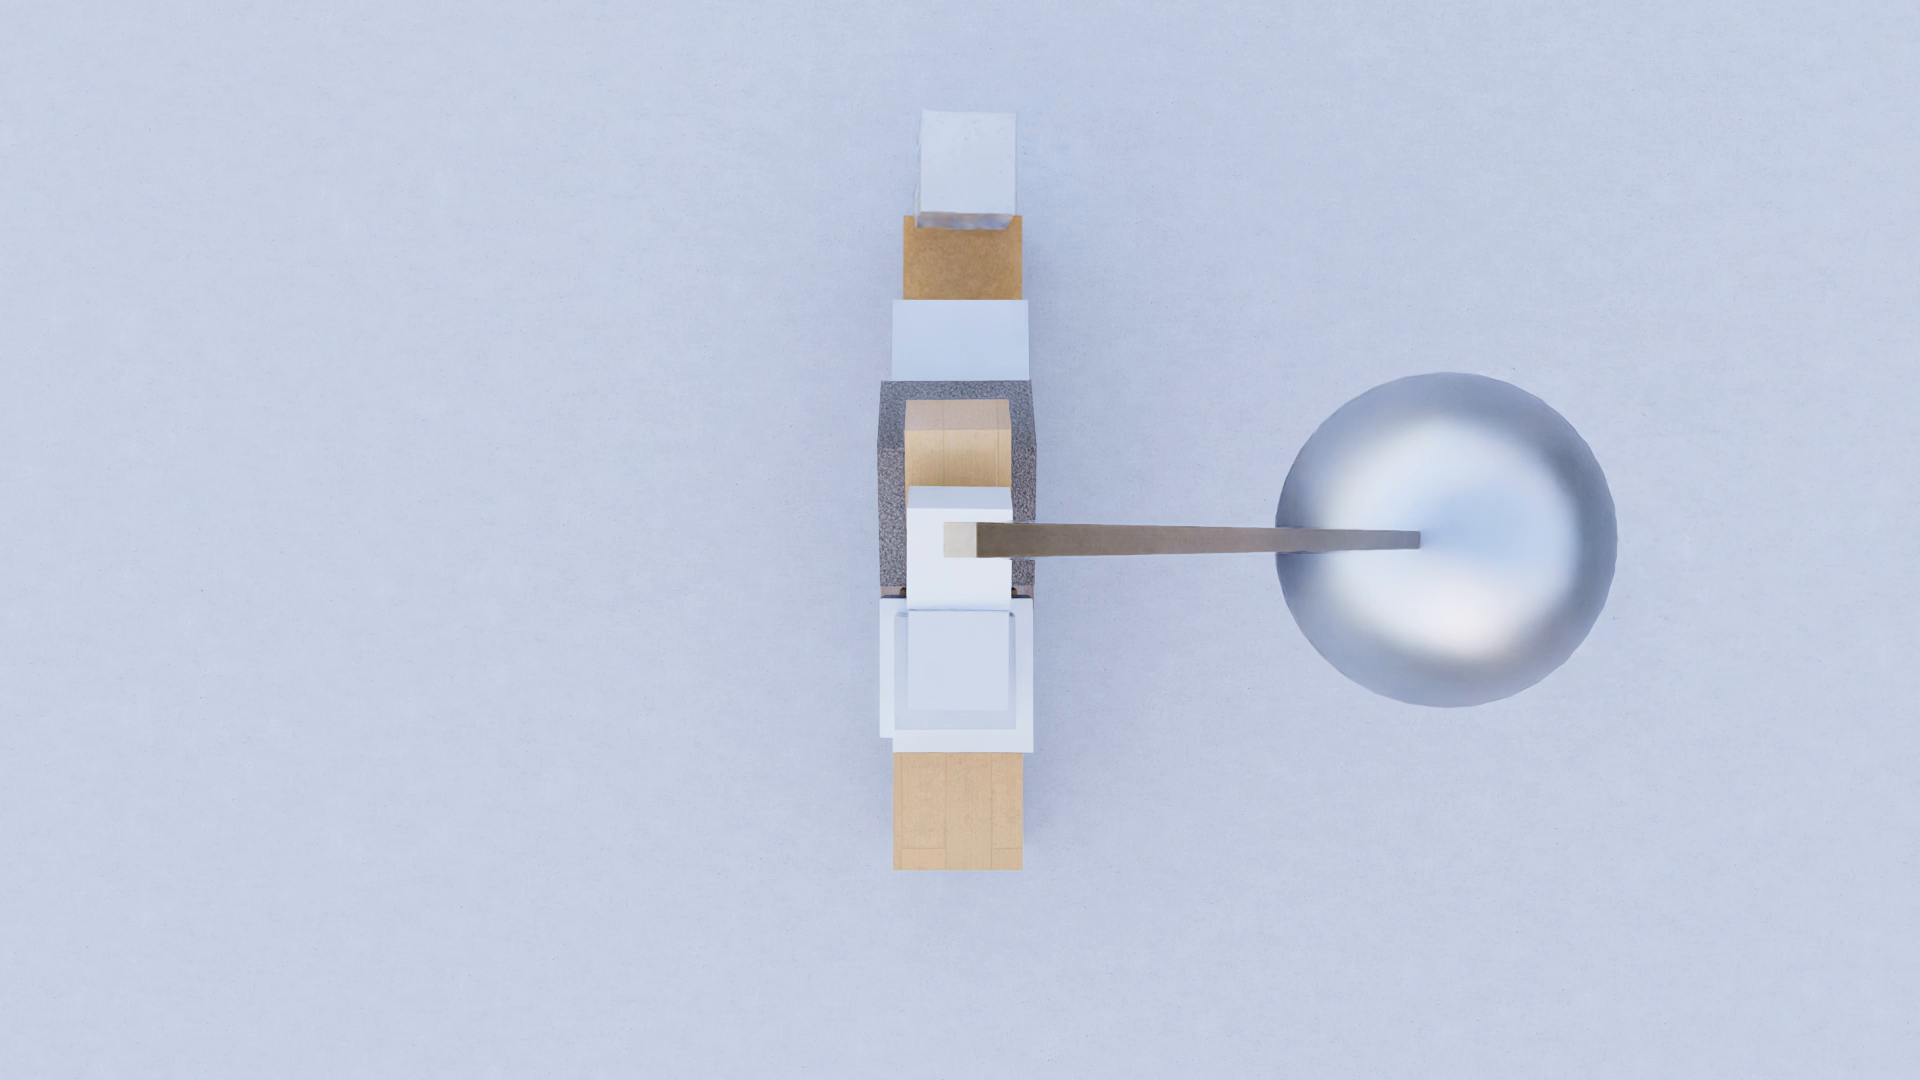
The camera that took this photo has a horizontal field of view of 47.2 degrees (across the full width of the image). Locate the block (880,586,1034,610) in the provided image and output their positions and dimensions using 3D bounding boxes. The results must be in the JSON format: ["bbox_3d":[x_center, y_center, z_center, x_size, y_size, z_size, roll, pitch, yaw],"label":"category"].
[{"bbox_3d":[-0.016,-0.022,12.558,0.846,0.885,0.821,0,90,0],"label":"block"}]

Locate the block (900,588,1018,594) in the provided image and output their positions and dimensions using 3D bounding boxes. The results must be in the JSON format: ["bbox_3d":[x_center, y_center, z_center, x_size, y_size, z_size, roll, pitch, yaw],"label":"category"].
[{"bbox_3d":[-0.009,0.614,11.820,0.616,0.591,0.705,0,90,0],"label":"block"}]

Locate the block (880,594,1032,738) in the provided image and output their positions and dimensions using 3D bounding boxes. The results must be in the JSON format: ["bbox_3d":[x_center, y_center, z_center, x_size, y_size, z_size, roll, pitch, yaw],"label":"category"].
[{"bbox_3d":[-0.019,0.629,11.170,0.750,0.711,0.683,0,90,0],"label":"block"}]

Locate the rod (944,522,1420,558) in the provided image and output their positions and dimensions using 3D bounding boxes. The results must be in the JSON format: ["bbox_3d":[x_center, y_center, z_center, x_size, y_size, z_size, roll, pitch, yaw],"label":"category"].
[{"bbox_3d":[0.994,0.000,7.305,0.080,5.200,0.080,0,90,22],"label":"rod"}]

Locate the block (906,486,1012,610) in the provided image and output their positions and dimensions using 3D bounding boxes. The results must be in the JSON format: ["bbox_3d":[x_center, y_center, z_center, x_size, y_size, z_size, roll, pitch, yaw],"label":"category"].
[{"bbox_3d":[-0.004,0.033,9.928,0.463,0.432,0.462,1,105,-1],"label":"block"}]

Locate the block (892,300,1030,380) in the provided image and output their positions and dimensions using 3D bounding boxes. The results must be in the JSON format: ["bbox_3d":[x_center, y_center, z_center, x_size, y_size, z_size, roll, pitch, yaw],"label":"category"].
[{"bbox_3d":[0.003,-0.797,11.802,0.711,0.795,0.665,0,66,0],"label":"block"}]

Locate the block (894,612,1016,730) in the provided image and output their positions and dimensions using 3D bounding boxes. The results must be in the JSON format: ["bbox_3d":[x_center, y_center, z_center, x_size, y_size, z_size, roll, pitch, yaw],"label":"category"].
[{"bbox_3d":[-0.023,0.621,10.533,0.567,0.560,0.525,0,90,0],"label":"block"}]

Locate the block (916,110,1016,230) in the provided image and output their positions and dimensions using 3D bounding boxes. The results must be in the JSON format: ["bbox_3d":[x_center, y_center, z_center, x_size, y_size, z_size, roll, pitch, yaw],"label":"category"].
[{"bbox_3d":[0.026,-2.035,12.146,0.511,0.459,0.553,1,87,-5],"label":"block"}]

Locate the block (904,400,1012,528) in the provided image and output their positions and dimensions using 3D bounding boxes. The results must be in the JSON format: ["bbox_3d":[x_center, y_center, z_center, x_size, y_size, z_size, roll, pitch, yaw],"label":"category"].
[{"bbox_3d":[-0.009,-0.362,10.294,0.485,0.485,0.470,0,110,0],"label":"block"}]

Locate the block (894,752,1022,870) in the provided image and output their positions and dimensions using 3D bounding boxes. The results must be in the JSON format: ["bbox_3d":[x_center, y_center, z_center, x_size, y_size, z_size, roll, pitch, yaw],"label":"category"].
[{"bbox_3d":[-0.012,1.505,12.595,0.717,0.810,0.651,0,90,0],"label":"block"}]

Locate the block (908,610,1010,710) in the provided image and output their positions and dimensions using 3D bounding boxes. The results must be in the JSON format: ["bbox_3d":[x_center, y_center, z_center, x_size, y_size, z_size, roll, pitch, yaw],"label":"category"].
[{"bbox_3d":[-0.007,0.503,9.990,0.444,0.469,0.442,1,98,0],"label":"block"}]

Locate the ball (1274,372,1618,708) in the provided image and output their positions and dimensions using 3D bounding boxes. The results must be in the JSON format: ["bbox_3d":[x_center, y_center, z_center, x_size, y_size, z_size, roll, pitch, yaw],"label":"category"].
[{"bbox_3d":[2.295,0.000,10.447,1.600,1.600,1.600,0,90,0],"label":"ball"}]

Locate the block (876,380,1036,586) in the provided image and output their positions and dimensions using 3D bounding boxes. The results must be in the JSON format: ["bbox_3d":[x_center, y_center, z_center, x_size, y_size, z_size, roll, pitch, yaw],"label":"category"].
[{"bbox_3d":[-0.016,-0.293,11.049,0.766,0.787,0.760,0,118,0],"label":"block"}]

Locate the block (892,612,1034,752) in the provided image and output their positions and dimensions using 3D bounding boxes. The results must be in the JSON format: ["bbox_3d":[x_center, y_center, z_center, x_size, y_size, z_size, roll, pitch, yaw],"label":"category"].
[{"bbox_3d":[0.017,0.784,12.558,0.774,0.883,0.771,0,90,0],"label":"block"}]

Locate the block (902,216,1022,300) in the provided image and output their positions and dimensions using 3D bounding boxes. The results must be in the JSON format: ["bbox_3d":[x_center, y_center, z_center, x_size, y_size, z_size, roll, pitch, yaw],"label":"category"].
[{"bbox_3d":[0.014,-1.514,12.696,0.671,0.608,0.630,0,90,0],"label":"block"}]
